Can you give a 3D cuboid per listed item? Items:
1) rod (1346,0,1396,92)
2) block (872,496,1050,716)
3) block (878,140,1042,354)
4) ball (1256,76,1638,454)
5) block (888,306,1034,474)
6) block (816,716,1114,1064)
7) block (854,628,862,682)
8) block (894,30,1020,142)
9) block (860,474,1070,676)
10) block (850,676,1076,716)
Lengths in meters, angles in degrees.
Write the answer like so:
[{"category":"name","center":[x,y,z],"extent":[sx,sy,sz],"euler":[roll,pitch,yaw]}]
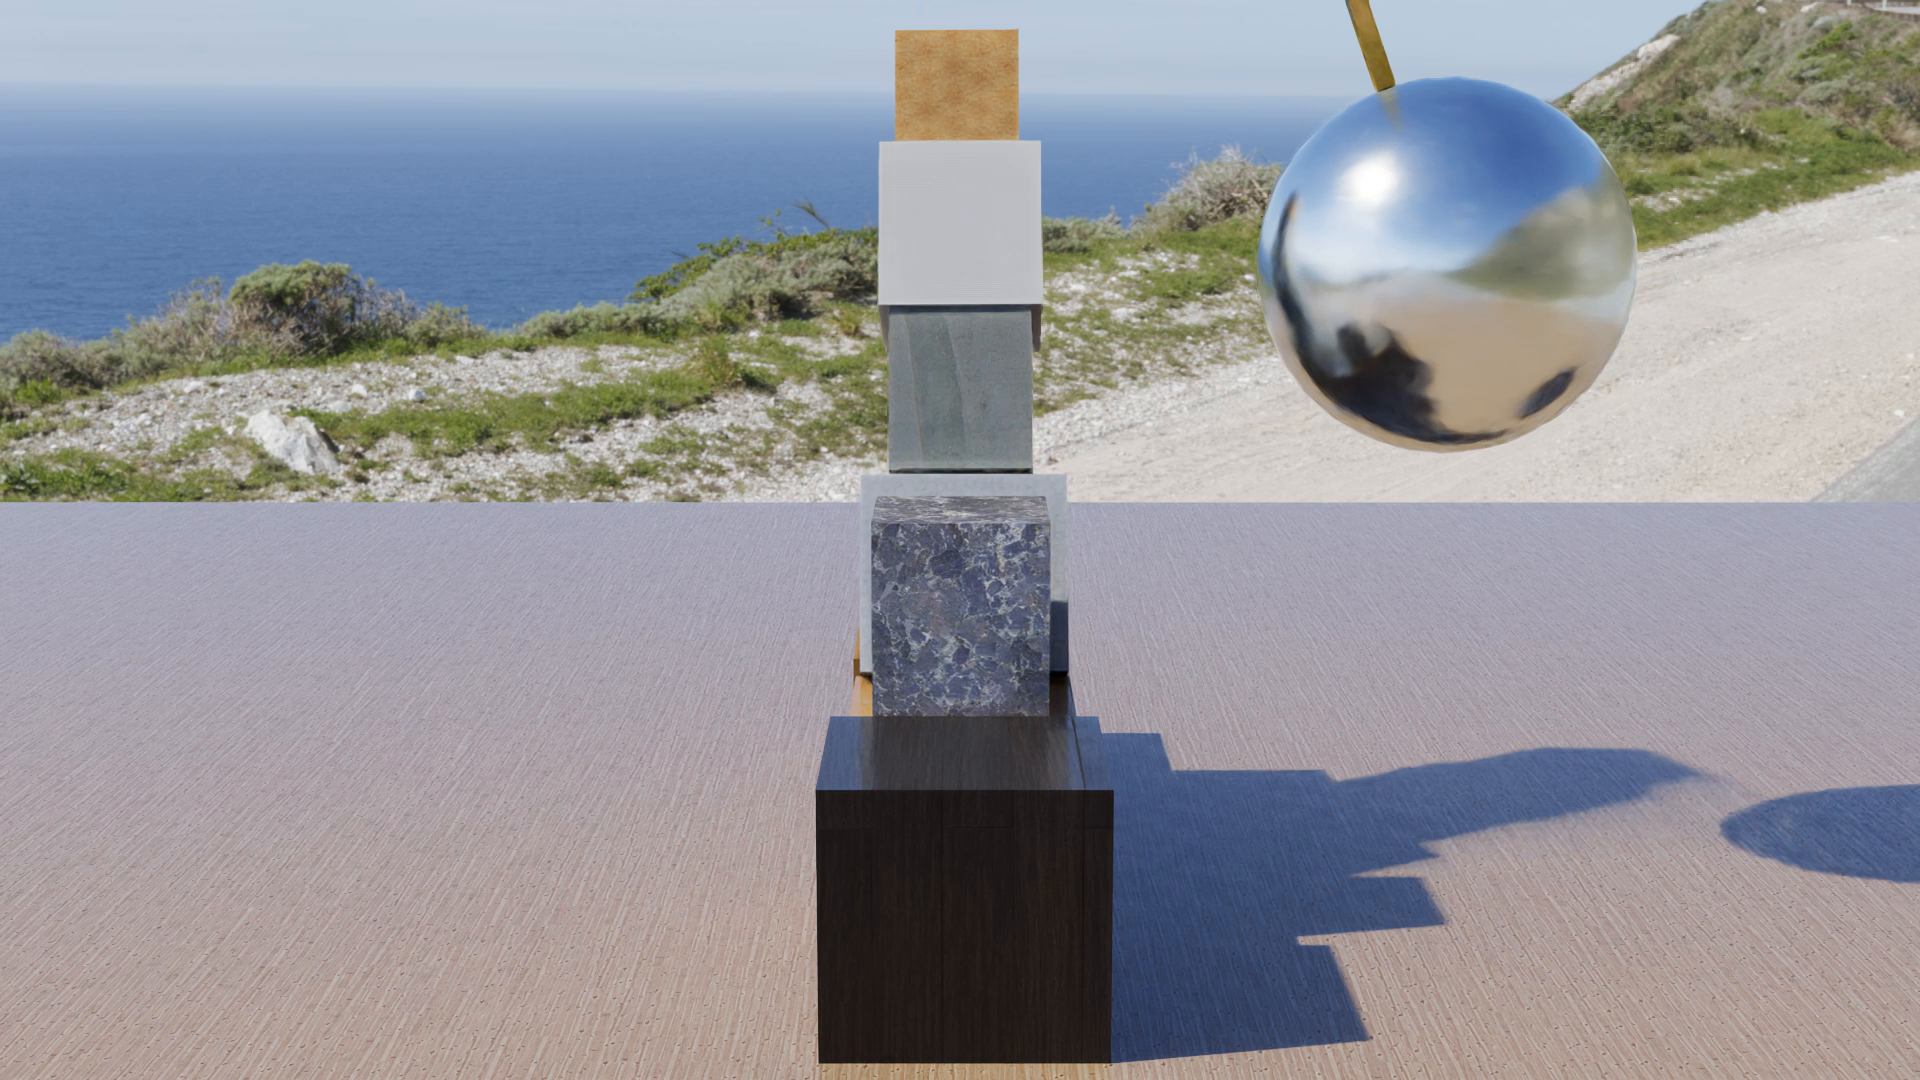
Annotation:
[{"category":"rod","center":[0.899,-4.309,10.397],"extent":[0.080,5.200,0.080],"euler":[-20,10,4]},{"category":"block","center":[0.004,0.274,10.414],"extent":[0.701,0.807,0.658],"euler":[0,10,0]},{"category":"block","center":[0.006,-1.323,11.669],"extent":[0.720,0.762,0.718],"euler":[0,-13,1]},{"category":"ball","center":[2.074,-1.171,10.968],"extent":[1.600,1.600,1.600],"euler":[0,10,0]},{"category":"block","center":[0.010,-0.593,11.495],"extent":[0.625,0.739,0.664],"euler":[0,-13,1]},{"category":"block","center":[0.016,1.287,9.646],"extent":[1.051,1.017,1.054],"euler":[0,10,0]},{"category":"block","center":[-0.005,0.883,12.317],"extent":[0.969,0.856,0.932],"euler":[0,10,0]},{"category":"block","center":[-0.010,-1.965,11.819],"extent":[0.556,0.559,0.605],"euler":[0,-13,1]},{"category":"block","center":[0.016,0.196,11.237],"extent":[0.880,0.844,0.743],"euler":[0,-9,0]},{"category":"block","center":[0.012,1.136,10.623],"extent":[0.914,0.964,0.905],"euler":[0,10,0]}]
